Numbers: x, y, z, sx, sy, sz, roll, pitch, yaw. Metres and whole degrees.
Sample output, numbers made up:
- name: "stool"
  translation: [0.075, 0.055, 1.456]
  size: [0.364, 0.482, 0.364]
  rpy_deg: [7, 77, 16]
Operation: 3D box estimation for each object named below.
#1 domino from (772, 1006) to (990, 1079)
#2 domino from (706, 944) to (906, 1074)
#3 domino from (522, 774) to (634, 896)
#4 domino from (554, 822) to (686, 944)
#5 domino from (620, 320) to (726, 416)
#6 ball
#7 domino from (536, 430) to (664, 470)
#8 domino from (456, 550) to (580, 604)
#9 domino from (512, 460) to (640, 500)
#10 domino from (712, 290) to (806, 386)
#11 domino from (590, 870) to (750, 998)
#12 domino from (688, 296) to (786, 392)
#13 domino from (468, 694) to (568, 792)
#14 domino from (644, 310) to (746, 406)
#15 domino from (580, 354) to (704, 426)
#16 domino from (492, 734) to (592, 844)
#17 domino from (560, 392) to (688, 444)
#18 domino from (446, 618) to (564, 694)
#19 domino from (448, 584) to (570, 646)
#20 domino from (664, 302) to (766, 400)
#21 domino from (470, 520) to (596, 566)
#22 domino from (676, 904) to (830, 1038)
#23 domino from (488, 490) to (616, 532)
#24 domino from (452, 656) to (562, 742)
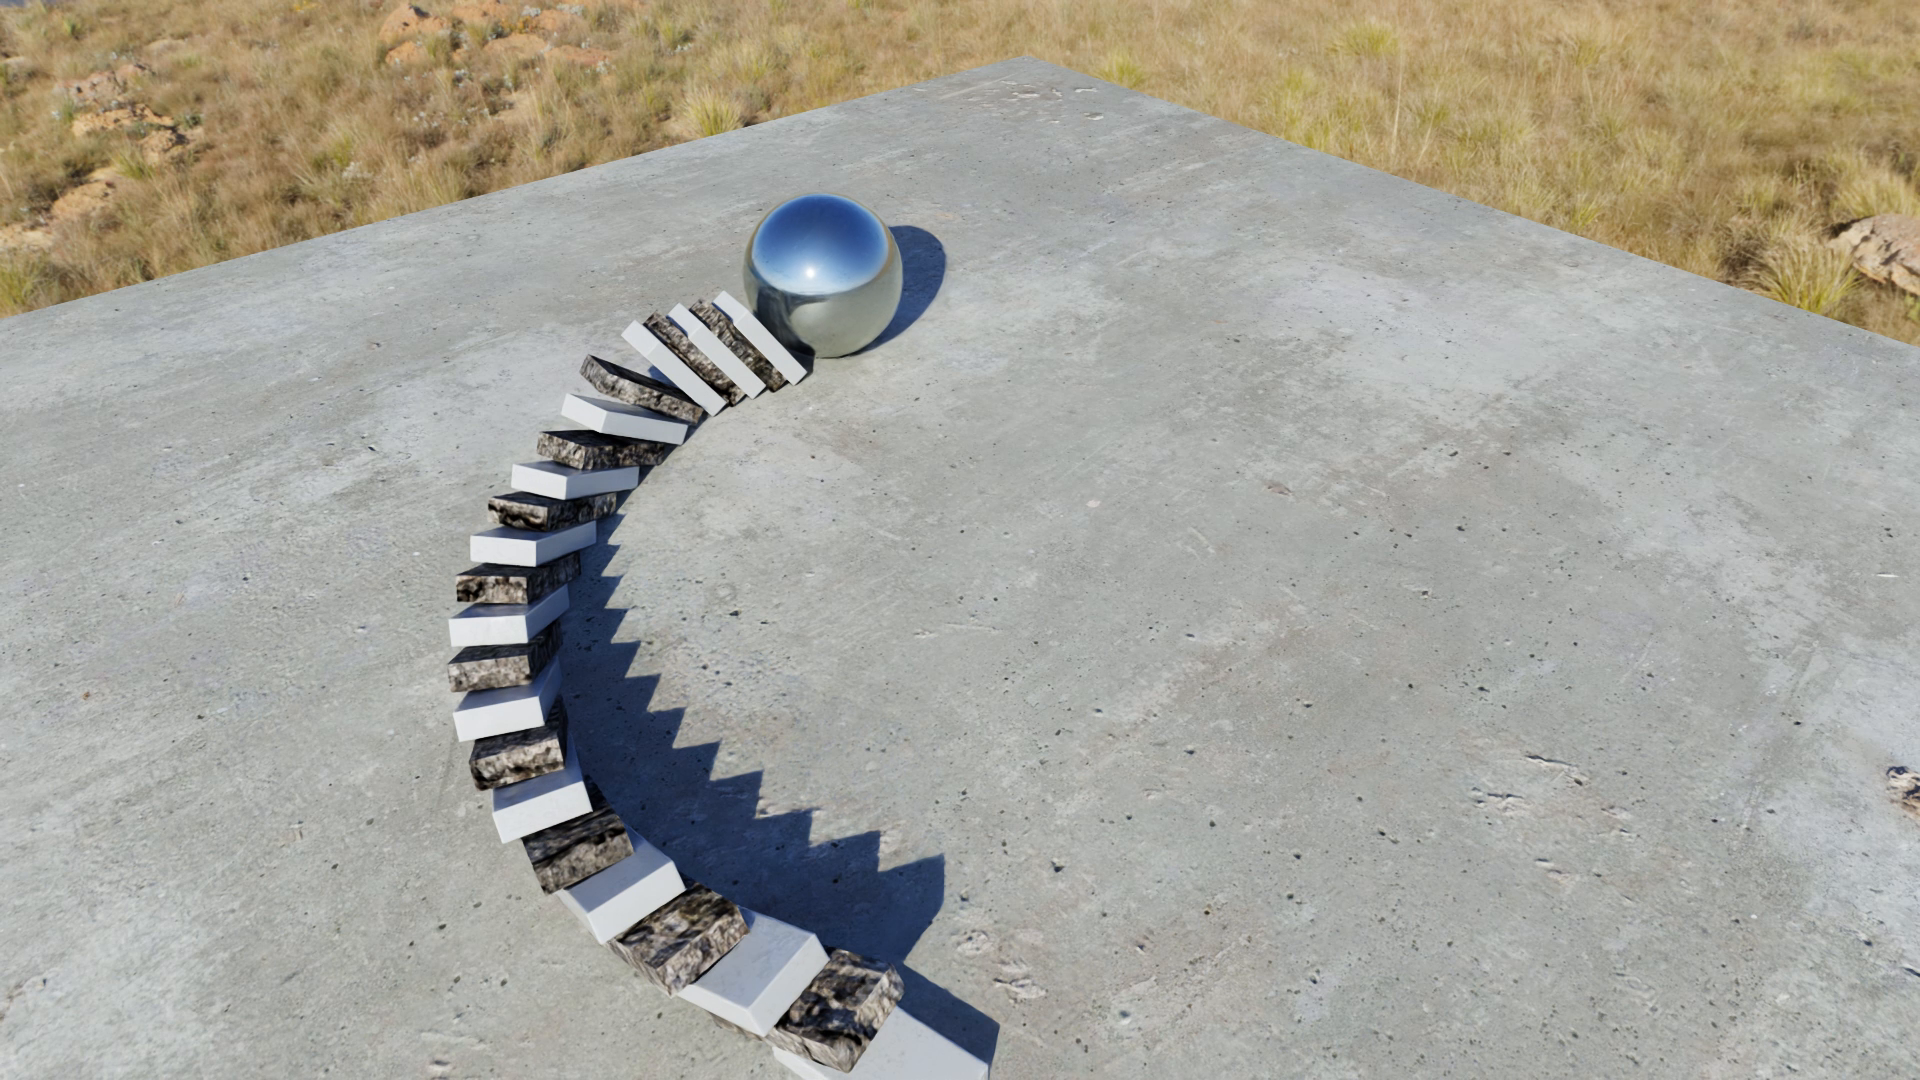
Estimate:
- name: "domino"
  translation: [-0.020, 0.133, 0.281]
  size: [0.050, 0.009, 0.025]
  rpy_deg: [22, 44, 25]
- name: "domino"
  translation: [-0.041, 0.117, 0.283]
  size: [0.050, 0.009, 0.025]
  rpy_deg: [-3, 30, 39]
- name: "domino"
  translation: [-0.114, 0.085, 0.322]
  size: [0.025, 0.009, 0.050]
  rpy_deg: [-23, 16, -25]
- name: "domino"
  translation: [-0.099, 0.094, 0.310]
  size: [0.025, 0.009, 0.050]
  rpy_deg: [-28, 18, -31]
- name: "domino"
  translation: [-0.132, -0.079, 0.510]
  size: [0.010, 0.050, 0.025]
  rpy_deg: [-48, 52, -4]
- name: "ball"
  translation: [-0.068, -0.131, 0.548]
  size: [0.080, 0.080, 0.080]
  rpy_deg: [0, 39, 0]
- name: "domino"
  translation: [-0.154, -0.040, 0.473]
  size: [0.025, 0.009, 0.050]
  rpy_deg: [18, 13, 21]
- name: "domino"
  translation: [-0.163, 0.013, 0.409]
  size: [0.025, 0.009, 0.050]
  rpy_deg: [2, 10, 2]
- name: "domino"
  translation: [-0.159, -0.026, 0.457]
  size: [0.025, 0.009, 0.050]
  rpy_deg: [13, 12, 15]
- name: "domino"
  translation: [-0.097, -0.097, 0.532]
  size: [0.009, 0.050, 0.025]
  rpy_deg: [-47, 51, -2]
- name: "domino"
  translation: [-0.082, 0.104, 0.300]
  size: [0.025, 0.009, 0.050]
  rpy_deg: [-34, 25, -35]
- name: "domino"
  translation: [-0.106, -0.093, 0.528]
  size: [0.010, 0.050, 0.025]
  rpy_deg: [-47, 51, -2]
- name: "domino"
  translation: [-0.139, 0.063, 0.348]
  size: [0.025, 0.010, 0.050]
  rpy_deg: [-14, 12, -16]
- name: "domino"
  translation: [-0.125, -0.085, 0.517]
  size: [0.009, 0.050, 0.025]
  rpy_deg: [-47, 51, -2]
- name: "domino"
  translation: [-0.145, -0.068, 0.502]
  size: [0.050, 0.009, 0.025]
  rpy_deg: [19, 14, -47]
- name: "domino"
  translation: [-0.128, 0.074, 0.334]
  size: [0.025, 0.010, 0.050]
  rpy_deg: [-18, 13, -20]
- name: "domino"
  translation: [-0.148, -0.053, 0.487]
  size: [0.025, 0.009, 0.050]
  rpy_deg: [24, 9, 26]
- name: "domino"
  translation: [-0.155, 0.039, 0.378]
  size: [0.025, 0.009, 0.050]
  rpy_deg: [-6, 10, -8]
- name: "domino"
  translation: [-0.160, 0.026, 0.393]
  size: [0.025, 0.009, 0.050]
  rpy_deg: [-3, 10, -3]
- name: "domino"
  translation: [-0.116, -0.089, 0.523]
  size: [0.010, 0.050, 0.025]
  rpy_deg: [-47, 51, -2]
- name: "domino"
  translation: [-0.164, 0.000, 0.425]
  size: [0.025, 0.010, 0.050]
  rpy_deg: [5, 10, 6]
- name: "domino"
  translation: [-0.061, 0.111, 0.291]
  size: [0.050, 0.010, 0.025]
  rpy_deg: [-1, 31, 43]
- name: "domino"
  translation: [-0.163, -0.014, 0.442]
  size: [0.025, 0.009, 0.050]
  rpy_deg: [9, 11, 11]
- name: "domino"
  translation: [-0.148, 0.051, 0.363]
  size: [0.025, 0.010, 0.050]
  rpy_deg: [-10, 11, -12]
